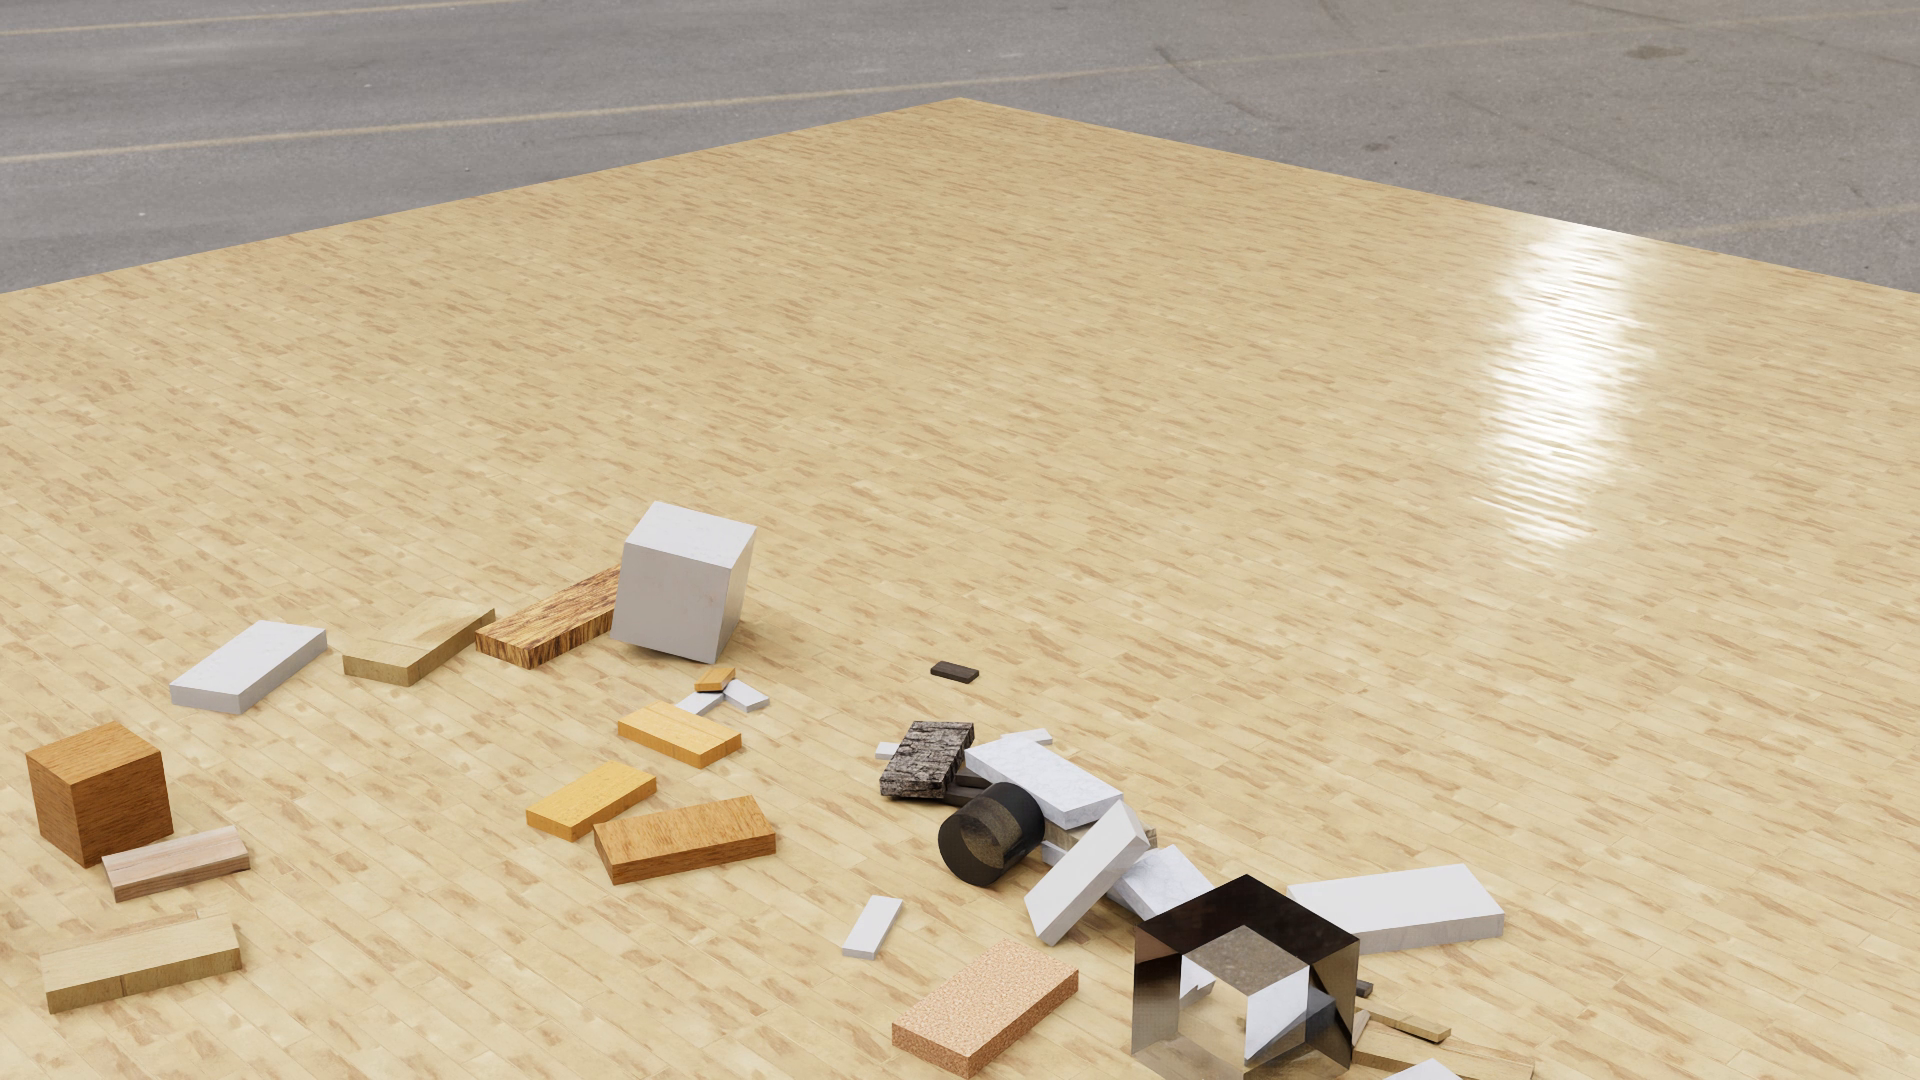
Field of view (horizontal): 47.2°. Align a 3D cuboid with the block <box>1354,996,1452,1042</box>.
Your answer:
[{"bbox_3d":[0.710,0.811,3.787,0.275,0.014,0.050,12,10,38],"label":"block"}]

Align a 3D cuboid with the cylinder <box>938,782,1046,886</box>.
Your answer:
[{"bbox_3d":[0.061,0.565,4.235,0.150,0.150,0.150,15,27,31],"label":"cylinder"}]

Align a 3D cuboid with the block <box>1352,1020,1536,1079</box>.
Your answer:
[{"bbox_3d":[0.808,0.870,3.676,0.287,0.027,0.094,9,25,21],"label":"block"}]

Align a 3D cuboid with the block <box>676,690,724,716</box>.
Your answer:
[{"bbox_3d":[-0.585,0.367,4.874,0.062,0.018,0.124,12,26,26],"label":"block"}]

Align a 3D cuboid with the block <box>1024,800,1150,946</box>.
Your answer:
[{"bbox_3d":[0.231,0.611,4.039,0.037,0.265,0.132,38,12,-22],"label":"block"}]

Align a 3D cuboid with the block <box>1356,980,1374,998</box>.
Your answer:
[{"bbox_3d":[0.675,0.781,3.882,0.099,0.014,0.050,13,7,27],"label":"block"}]

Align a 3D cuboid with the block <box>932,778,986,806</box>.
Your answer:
[{"bbox_3d":[0.026,0.514,4.486,0.156,0.022,0.078,5,25,33],"label":"block"}]

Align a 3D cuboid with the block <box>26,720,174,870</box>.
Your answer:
[{"bbox_3d":[-1.698,0.500,4.343,0.186,0.186,0.186,20,30,39],"label":"block"}]

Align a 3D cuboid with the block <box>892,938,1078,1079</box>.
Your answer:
[{"bbox_3d":[0.047,0.806,3.803,0.162,0.046,0.324,16,28,34],"label":"block"}]

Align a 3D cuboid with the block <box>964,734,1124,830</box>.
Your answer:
[{"bbox_3d":[0.163,0.476,4.371,0.132,0.037,0.406,-14,18,-25],"label":"block"}]

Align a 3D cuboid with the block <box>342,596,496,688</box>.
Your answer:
[{"bbox_3d":[-1.261,0.234,5.145,0.176,0.050,0.353,9,25,21],"label":"block"}]

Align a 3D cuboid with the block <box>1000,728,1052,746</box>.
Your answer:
[{"bbox_3d":[0.143,0.429,4.730,0.101,0.014,0.050,-7,24,-17],"label":"block"}]

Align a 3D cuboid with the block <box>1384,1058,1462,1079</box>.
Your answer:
[{"bbox_3d":[0.862,0.994,3.355,0.178,0.050,0.599,-14,27,-29],"label":"block"}]

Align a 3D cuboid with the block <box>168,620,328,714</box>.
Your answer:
[{"bbox_3d":[-1.619,0.287,5.020,0.176,0.050,0.353,7,24,16],"label":"block"}]

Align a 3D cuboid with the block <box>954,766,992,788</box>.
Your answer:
[{"bbox_3d":[0.077,0.482,4.488,0.156,0.022,0.078,3,19,29],"label":"block"}]

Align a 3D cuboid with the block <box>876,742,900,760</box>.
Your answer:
[{"bbox_3d":[-0.126,0.452,4.678,0.101,0.014,0.050,4,23,10],"label":"block"}]

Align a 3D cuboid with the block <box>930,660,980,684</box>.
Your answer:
[{"bbox_3d":[-0.012,0.302,5.030,0.101,0.014,0.050,13,26,28],"label":"block"}]

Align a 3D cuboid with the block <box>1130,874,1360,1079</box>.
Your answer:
[{"bbox_3d":[0.469,0.759,3.642,0.258,0.258,0.258,-17,28,-35],"label":"block"}]

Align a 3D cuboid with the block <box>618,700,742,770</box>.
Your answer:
[{"bbox_3d":[-0.604,0.417,4.732,0.249,0.035,0.125,17,28,35],"label":"block"}]

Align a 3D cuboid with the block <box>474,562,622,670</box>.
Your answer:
[{"bbox_3d":[-0.918,0.178,5.278,0.176,0.050,0.495,16,28,32],"label":"block"}]

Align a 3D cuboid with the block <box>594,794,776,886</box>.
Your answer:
[{"bbox_3d":[-0.541,0.587,4.318,0.324,0.046,0.162,-9,25,-20],"label":"block"}]

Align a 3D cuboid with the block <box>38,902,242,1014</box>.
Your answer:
[{"bbox_3d":[-1.469,0.747,3.941,0.324,0.046,0.162,-11,25,-23],"label":"block"}]

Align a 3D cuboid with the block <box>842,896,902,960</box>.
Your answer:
[{"bbox_3d":[-0.160,0.714,4.056,0.060,0.017,0.183,6,24,14],"label":"block"}]

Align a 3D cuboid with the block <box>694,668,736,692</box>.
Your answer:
[{"bbox_3d":[-0.552,0.314,4.960,0.062,0.018,0.124,-4,12,10],"label":"block"}]

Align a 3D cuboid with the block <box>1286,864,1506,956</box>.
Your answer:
[{"bbox_3d":[0.804,0.687,4.076,0.356,0.050,0.178,-5,24,-12],"label":"block"}]

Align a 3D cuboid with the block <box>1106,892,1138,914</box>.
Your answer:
[{"bbox_3d":[0.343,0.679,4.138,0.063,0.018,0.126,-18,29,-36],"label":"block"}]

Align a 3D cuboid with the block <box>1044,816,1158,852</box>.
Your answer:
[{"bbox_3d":[0.247,0.557,4.264,0.140,0.040,0.280,-13,15,-25],"label":"block"}]

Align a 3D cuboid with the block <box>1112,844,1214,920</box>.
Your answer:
[{"bbox_3d":[0.420,0.682,3.972,0.140,0.040,0.280,-20,51,-34],"label":"block"}]

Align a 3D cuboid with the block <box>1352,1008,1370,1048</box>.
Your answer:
[{"bbox_3d":[0.660,0.837,3.734,0.050,0.014,0.099,-35,2,33],"label":"block"}]

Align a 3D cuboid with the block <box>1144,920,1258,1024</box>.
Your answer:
[{"bbox_3d":[0.422,0.754,3.845,0.187,0.027,0.094,-34,57,-26],"label":"block"}]

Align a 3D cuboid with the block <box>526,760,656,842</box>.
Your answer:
[{"bbox_3d":[-0.747,0.529,4.469,0.125,0.035,0.249,15,27,32],"label":"block"}]

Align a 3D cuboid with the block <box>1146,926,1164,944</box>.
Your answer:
[{"bbox_3d":[0.402,0.704,4.056,0.063,0.018,0.126,32,35,22],"label":"block"}]

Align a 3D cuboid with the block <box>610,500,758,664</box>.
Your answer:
[{"bbox_3d":[-0.646,0.098,5.150,0.252,0.252,0.252,14,24,3],"label":"block"}]

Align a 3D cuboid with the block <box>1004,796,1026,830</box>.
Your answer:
[{"bbox_3d":[0.131,0.537,4.467,0.078,0.022,0.156,-4,23,-8],"label":"block"}]

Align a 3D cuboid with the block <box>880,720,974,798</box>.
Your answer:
[{"bbox_3d":[-0.066,0.455,4.586,0.132,0.037,0.265,0,22,16],"label":"block"}]

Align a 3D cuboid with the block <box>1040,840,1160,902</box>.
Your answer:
[{"bbox_3d":[0.290,0.611,4.190,0.140,0.040,0.280,-14,15,-29],"label":"block"}]

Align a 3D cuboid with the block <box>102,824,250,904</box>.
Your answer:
[{"bbox_3d":[-1.513,0.624,4.245,0.249,0.035,0.125,-12,26,-27],"label":"block"}]

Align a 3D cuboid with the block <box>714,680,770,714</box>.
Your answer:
[{"bbox_3d":[-0.488,0.349,4.916,0.062,0.018,0.124,-19,29,-37],"label":"block"}]
